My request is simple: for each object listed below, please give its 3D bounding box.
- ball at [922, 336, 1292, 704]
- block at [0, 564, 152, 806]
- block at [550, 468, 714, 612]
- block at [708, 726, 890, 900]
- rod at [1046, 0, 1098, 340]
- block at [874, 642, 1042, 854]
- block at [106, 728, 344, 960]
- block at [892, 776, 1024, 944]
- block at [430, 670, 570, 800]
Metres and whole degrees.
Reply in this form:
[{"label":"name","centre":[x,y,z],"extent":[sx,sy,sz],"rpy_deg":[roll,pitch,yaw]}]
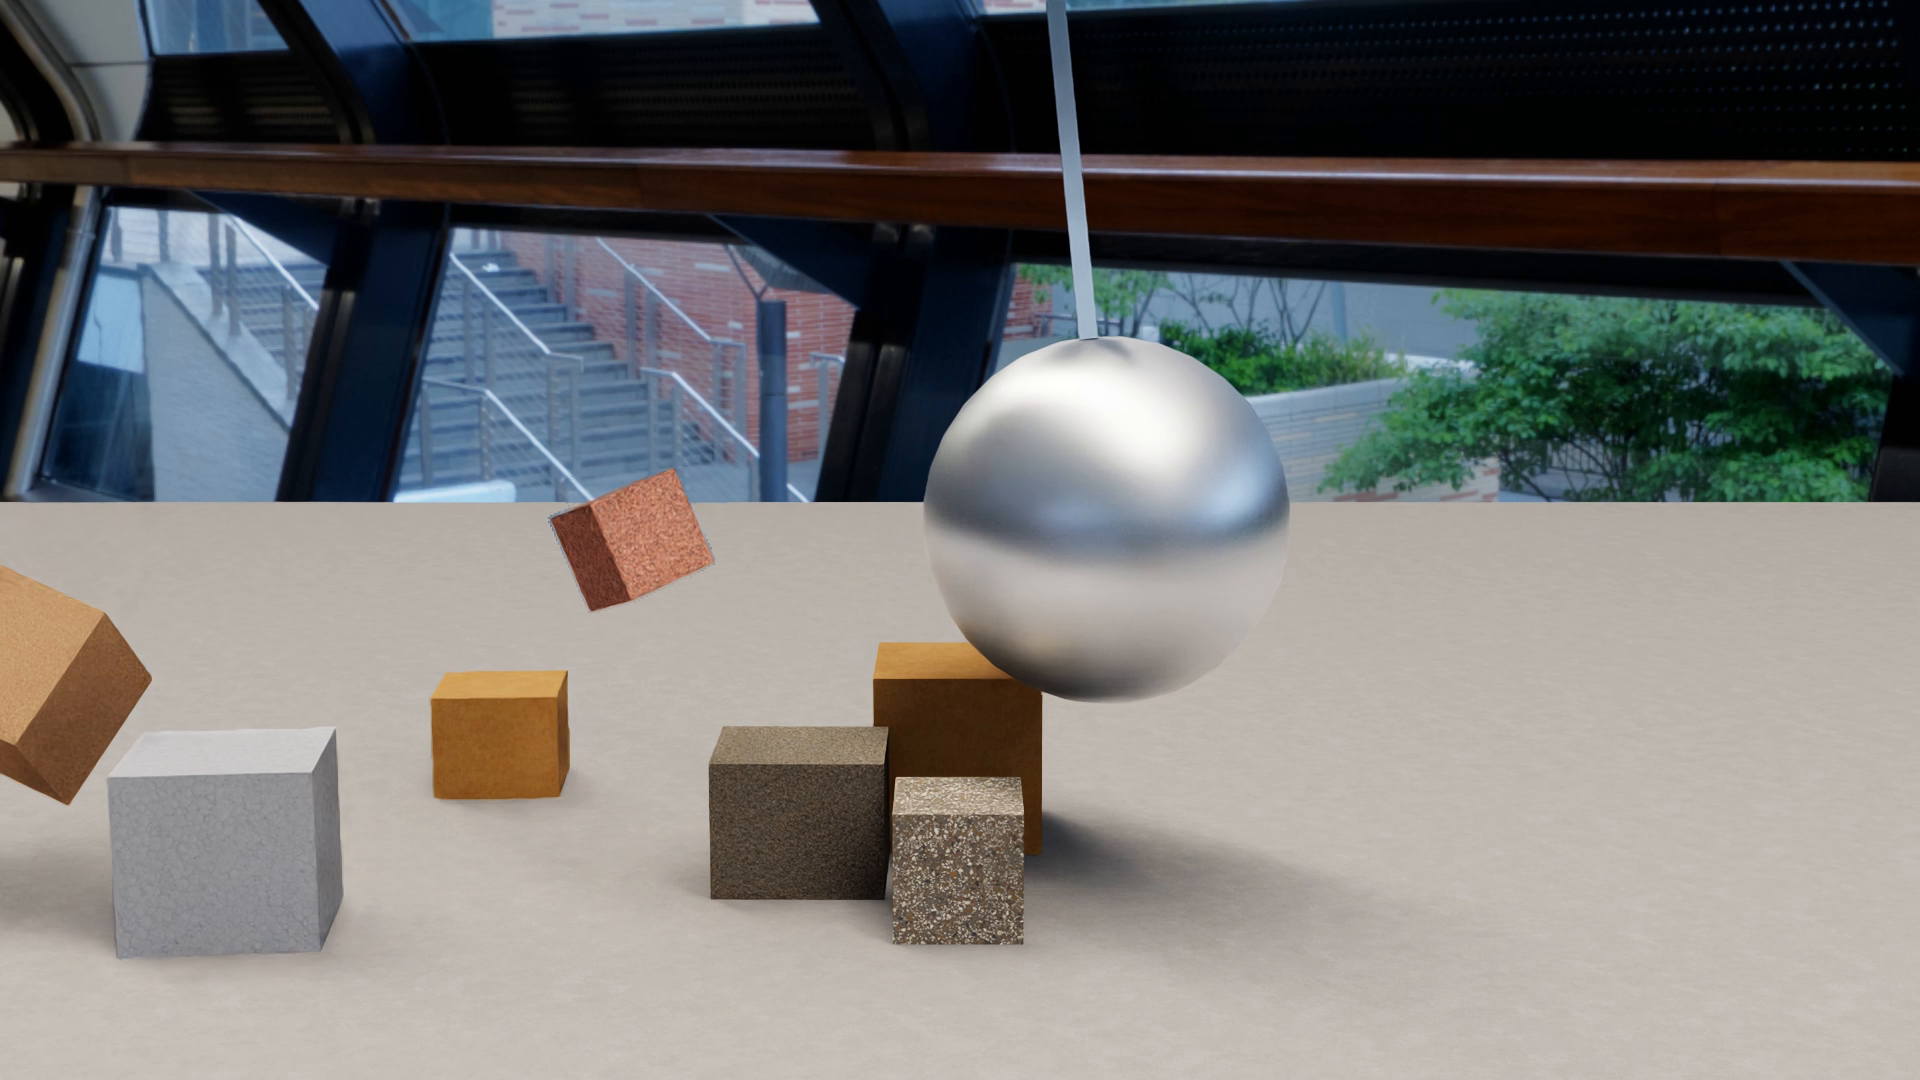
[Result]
[{"label":"ball","centre":[0.636,-0.087,11.165],"extent":[1.600,1.600,1.600],"rpy_deg":[0,10,0]},{"label":"block","centre":[-4.021,0.615,11.054],"extent":[0.614,0.666,0.695],"rpy_deg":[23,-24,11]},{"label":"block","centre":[-1.386,0.000,10.844],"extent":[0.431,0.432,0.390],"rpy_deg":[-26,7,-34]},{"label":"block","centre":[-0.697,1.195,11.310],"extent":[0.748,0.603,0.646],"rpy_deg":[0,10,0]},{"label":"rod","centre":[0.276,-3.413,10.560],"extent":[0.080,5.200,0.080],"rpy_deg":[-6,10,1]},{"label":"block","centre":[-0.007,0.961,11.984],"extent":[0.764,0.821,0.744],"rpy_deg":[0,10,0]},{"label":"block","centre":[-3.021,1.242,10.620],"extent":[0.796,0.757,0.716],"rpy_deg":[-1,10,-6]},{"label":"block","centre":[-0.007,1.331,10.706],"extent":[0.533,0.550,0.565],"rpy_deg":[0,10,0]},{"label":"block","centre":[-2.289,0.968,12.828],"extent":[0.608,0.506,0.572],"rpy_deg":[-1,10,-3]}]
